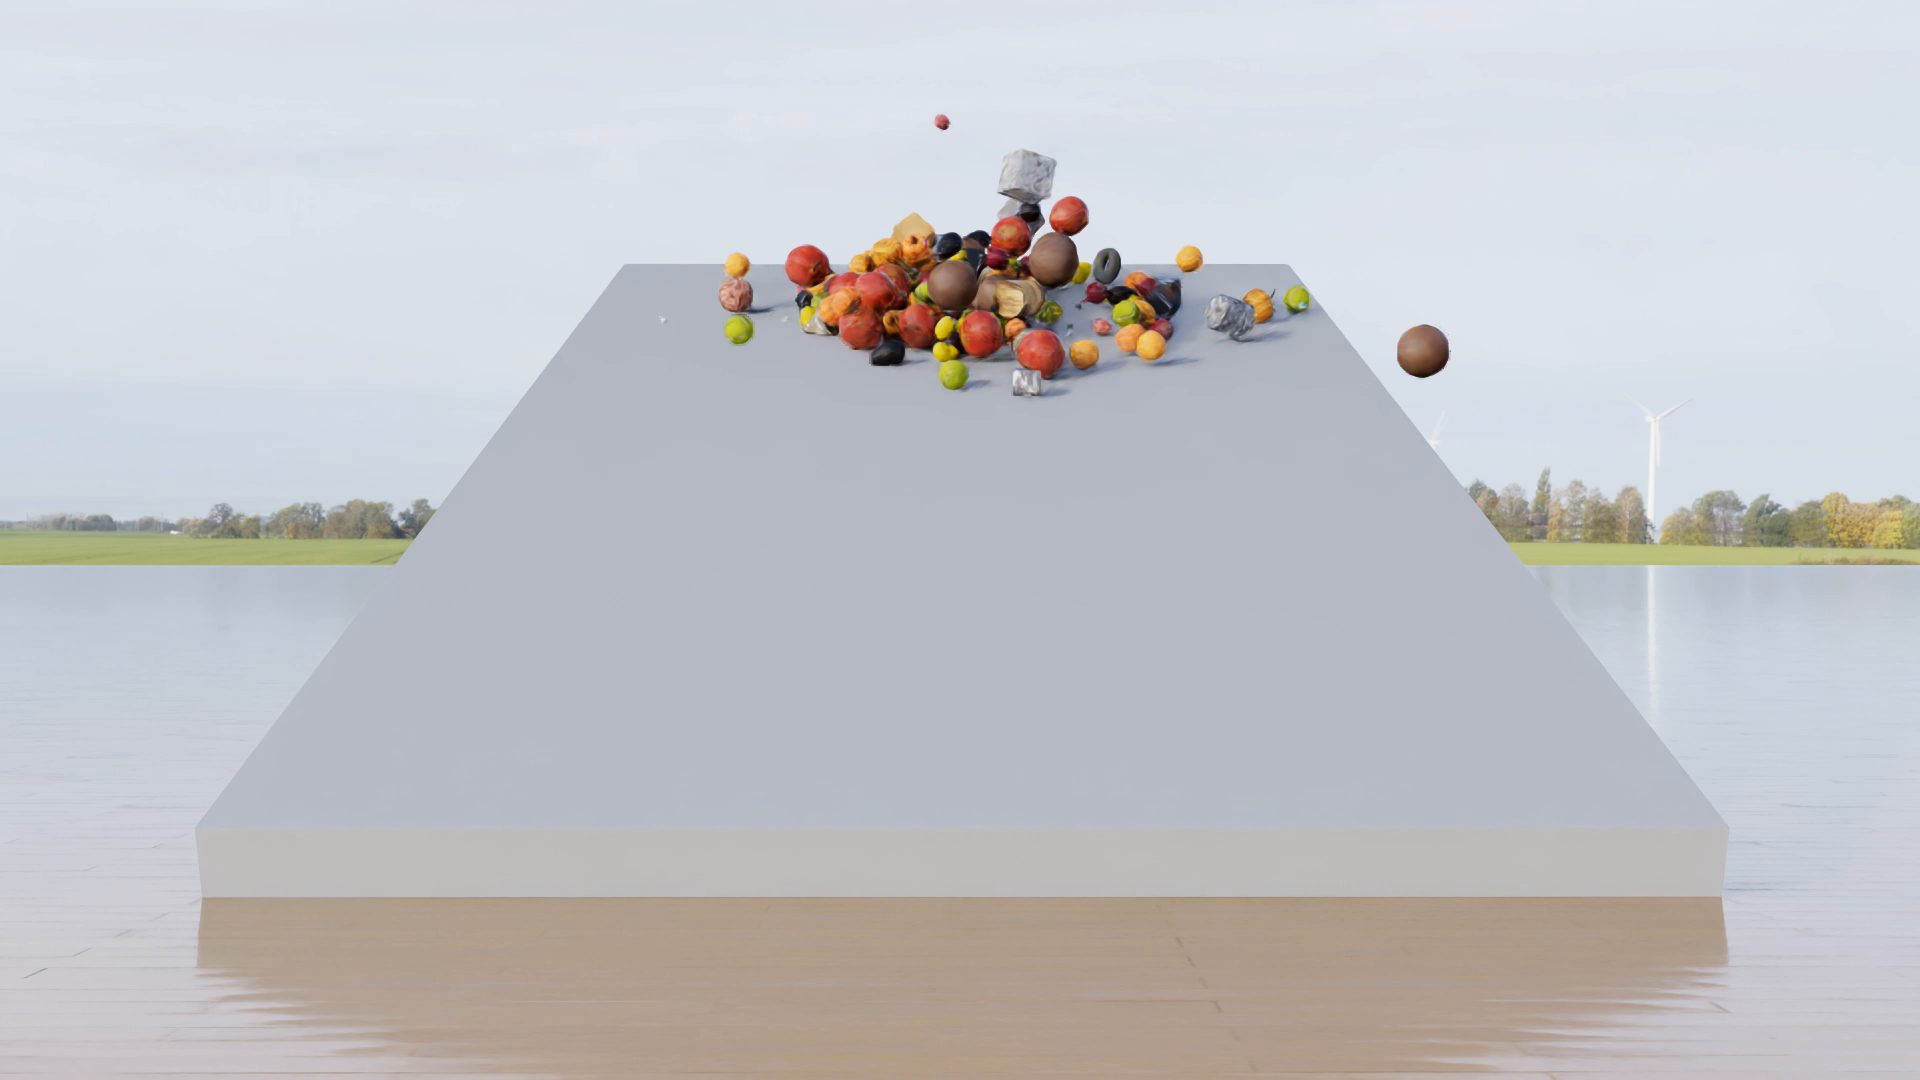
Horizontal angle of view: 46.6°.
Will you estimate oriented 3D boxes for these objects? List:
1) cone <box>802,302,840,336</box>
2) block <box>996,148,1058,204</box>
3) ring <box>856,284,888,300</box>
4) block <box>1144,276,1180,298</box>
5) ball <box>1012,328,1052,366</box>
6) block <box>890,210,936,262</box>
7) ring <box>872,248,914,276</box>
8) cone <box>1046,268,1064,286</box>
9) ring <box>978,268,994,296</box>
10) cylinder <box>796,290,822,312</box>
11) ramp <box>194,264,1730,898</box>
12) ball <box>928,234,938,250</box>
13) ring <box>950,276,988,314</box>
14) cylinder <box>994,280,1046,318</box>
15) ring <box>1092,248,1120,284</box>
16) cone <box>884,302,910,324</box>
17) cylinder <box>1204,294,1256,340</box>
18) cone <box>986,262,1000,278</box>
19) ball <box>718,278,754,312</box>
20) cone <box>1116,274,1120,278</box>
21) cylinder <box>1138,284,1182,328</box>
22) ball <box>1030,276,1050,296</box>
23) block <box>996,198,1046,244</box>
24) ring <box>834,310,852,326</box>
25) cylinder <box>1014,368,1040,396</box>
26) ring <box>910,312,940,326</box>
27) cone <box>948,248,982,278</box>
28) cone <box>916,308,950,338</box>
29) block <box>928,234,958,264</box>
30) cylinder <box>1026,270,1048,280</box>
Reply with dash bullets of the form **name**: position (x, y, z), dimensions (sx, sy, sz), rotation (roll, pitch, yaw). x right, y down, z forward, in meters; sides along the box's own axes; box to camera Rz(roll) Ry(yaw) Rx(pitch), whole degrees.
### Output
- **cone**: position (-0.375, -0.553, 5.768), dimensions (0.091, 0.091, 0.091), rotation (-22, -9, 22)
- **block**: position (0.162, -0.877, 5.384), dimensions (0.097, 0.097, 0.097), rotation (13, -6, -24)
- **ring**: position (-0.246, -0.691, 6.222), dimensions (0.086, 0.029, 0.086), rotation (4, 20, -2)
- **block**: position (0.555, -0.679, 6.115), dimensions (0.071, 0.071, 0.071), rotation (17, 26, 39)
- **ball**: position (0.176, -0.469, 5.414), dimensions (0.095, 0.095, 0.095), rotation (0, 0, 0)
- **block**: position (-0.137, -0.881, 6.477), dimensions (0.087, 0.087, 0.087), rotation (-40, -14, -23)
- **ring**: position (-0.196, -0.813, 6.514), dimensions (0.134, 0.045, 0.134), rotation (27, 7, -4)
- **cone**: position (0.257, -0.734, 6.335), dimensions (0.057, 0.057, 0.057), rotation (40, 14, -12)
- **ring**: position (0.069, -0.705, 6.159), dimensions (0.033, 0.098, 0.098), rotation (15, 1, 7)
- **cylinder**: position (-0.410, -0.646, 6.043), dimensions (0.053, 0.053, 0.053), rotation (0, 16, -27)
- **ramp**: position (-0.003, -0.181, 4.827), dimensions (2.000, 0.100, 4.000), rotation (0, 18, 0)
- **ball**: position (-0.096, -0.892, 6.636), dimensions (0.056, 0.056, 0.056), rotation (0, 0, 0)
- **ring**: position (0.023, -0.660, 6.019), dimensions (0.115, 0.115, 0.038), rotation (0, -22, -32)
- **cylinder**: position (0.151, -0.614, 5.675), dimensions (0.094, 0.094, 0.094), rotation (0, 8, 39)
- **ring**: position (0.422, -0.787, 6.406), dimensions (0.036, 0.107, 0.107), rotation (7, -5, -35)
- **cone**: position (-0.170, -0.587, 5.851), dimensions (0.064, 0.064, 0.064), rotation (-18, -2, 4)
- **cylinder**: position (0.686, -0.567, 5.661), dimensions (0.092, 0.092, 0.092), rotation (16, -8, -27)
- **cone**: position (0.084, -0.786, 6.509), dimensions (0.051, 0.051, 0.051), rotation (0, 2, -32)
- **ball**: position (-0.604, -0.661, 6.018), dimensions (0.095, 0.095, 0.095), rotation (0, 0, 0)
- **cone**: position (0.448, -0.773, 6.486), dimensions (0.055, 0.055, 0.055), rotation (27, -12, -25)
- **cylinder**: position (0.526, -0.615, 5.862), dimensions (0.087, 0.087, 0.087), rotation (0, 28, 29)
- **ball**: position (0.216, -0.699, 6.190), dimensions (0.066, 0.066, 0.066), rotation (0, 0, 0)
- **block**: position (0.178, -0.937, 6.494), dimensions (0.091, 0.091, 0.091), rotation (31, 25, -30)
- **ring**: position (-0.327, -0.586, 5.892), dimensions (0.088, 0.029, 0.088), rotation (0, 17, 0)
- **cylinder**: position (0.155, -0.362, 5.130), dimensions (0.061, 0.061, 0.061), rotation (1, 0, 2)
- **ring**: position (-0.091, -0.582, 5.884), dimensions (0.083, 0.028, 0.083), rotation (1, 17, 0)
- **cone**: position (0.025, -0.742, 6.182), dimensions (0.095, 0.095, 0.095), rotation (0, -39, 14)
- **cone**: position (-0.057, -0.538, 5.727), dimensions (0.084, 0.084, 0.084), rotation (32, 5, 9)
- **block**: position (-0.051, -0.869, 6.748), dimensions (0.083, 0.083, 0.083), rotation (1, -11, -8)
- **cylinder**: position (0.223, -0.745, 6.362), dimensions (0.051, 0.051, 0.051), rotation (-9, 3, -25)
